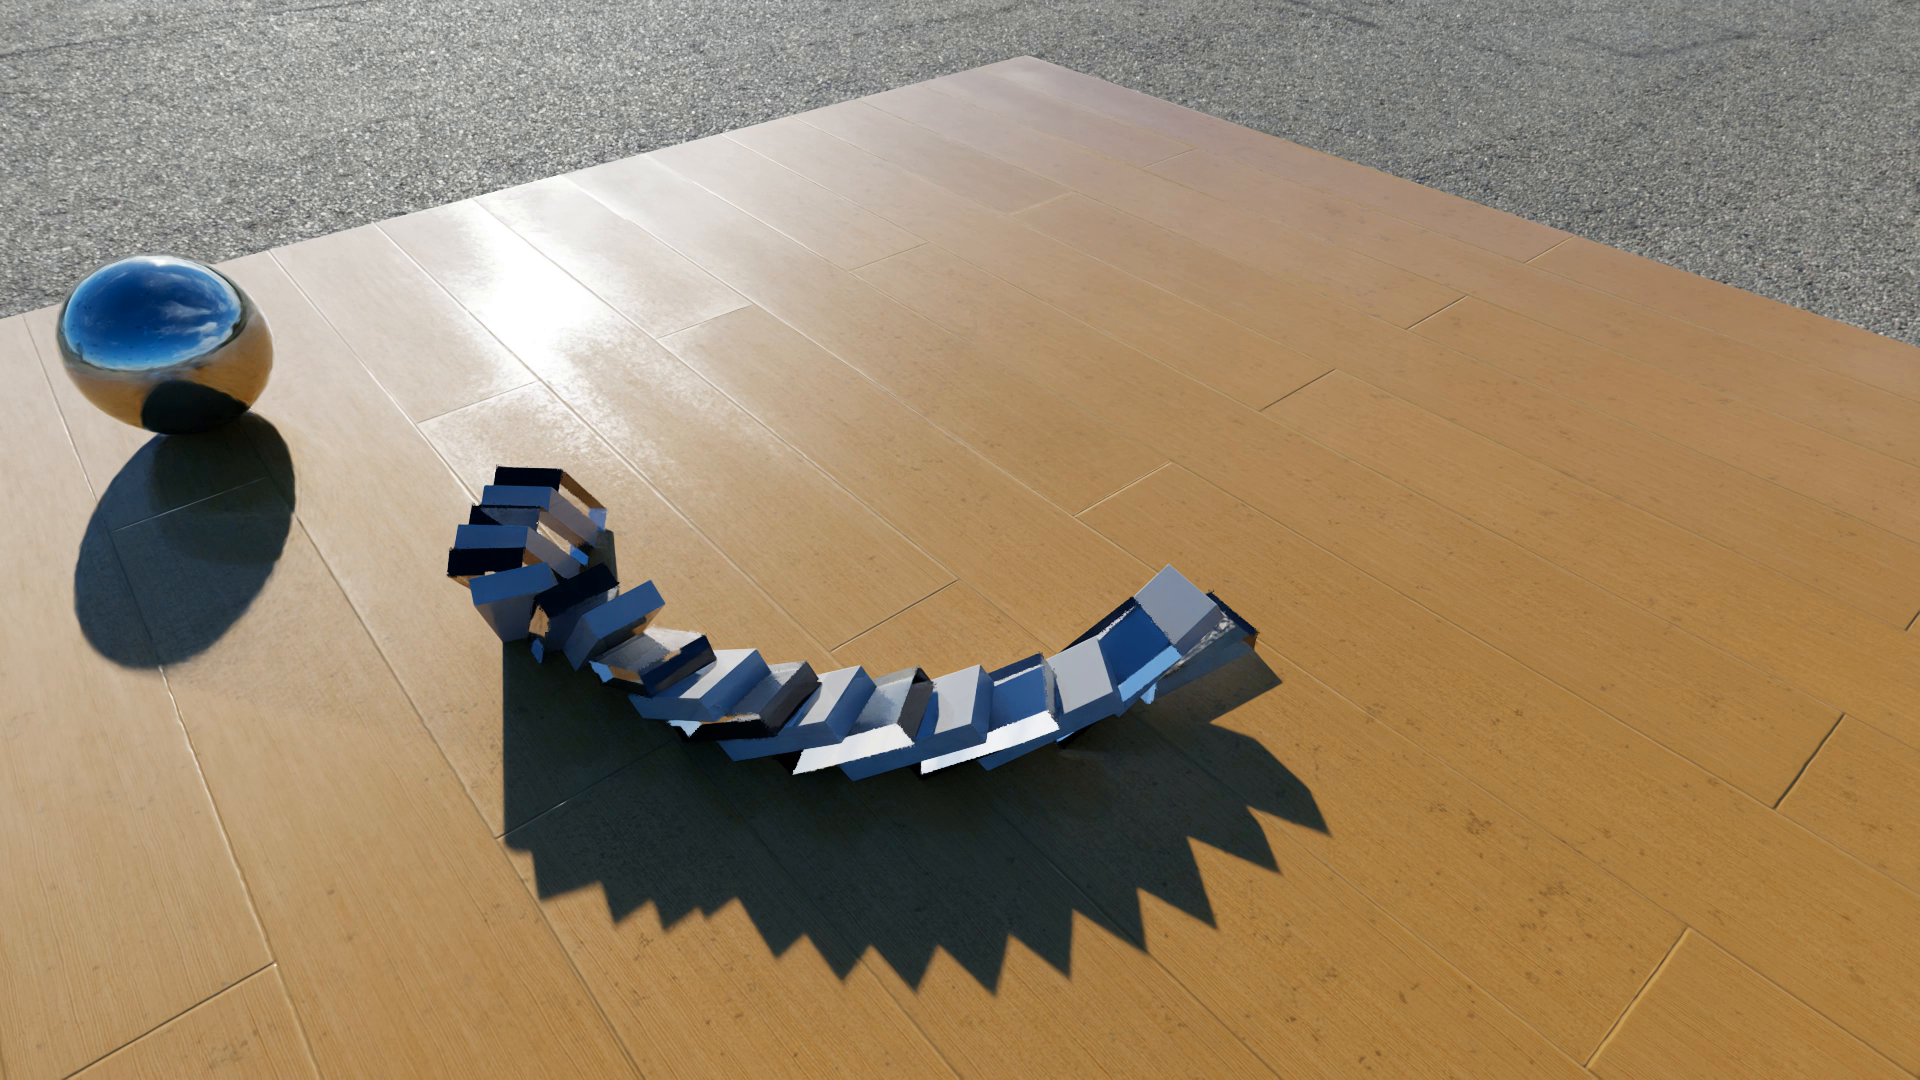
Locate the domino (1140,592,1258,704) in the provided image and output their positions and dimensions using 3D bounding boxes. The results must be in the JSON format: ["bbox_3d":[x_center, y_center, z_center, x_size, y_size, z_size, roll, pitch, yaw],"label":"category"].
[{"bbox_3d":[0.080,0.038,0.397,0.050,0.009,0.025,-22,44,-24],"label":"domino"}]

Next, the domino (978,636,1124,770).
[{"bbox_3d":[0.027,0.053,0.360,0.050,0.009,0.025,-27,38,13],"label":"domino"}]

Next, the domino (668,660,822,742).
[{"bbox_3d":[-0.070,0.053,0.358,0.050,0.010,0.025,-12,27,42],"label":"domino"}]

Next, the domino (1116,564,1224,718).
[{"bbox_3d":[0.064,0.034,0.380,0.050,0.009,0.025,-43,49,-1],"label":"domino"}]

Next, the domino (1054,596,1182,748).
[{"bbox_3d":[0.046,0.044,0.370,0.050,0.010,0.025,-38,46,3],"label":"domino"}]

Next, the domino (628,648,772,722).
[{"bbox_3d":[-0.087,0.048,0.364,0.050,0.009,0.025,-8,28,48],"label":"domino"}]

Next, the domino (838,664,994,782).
[{"bbox_3d":[-0.014,0.059,0.353,0.050,0.009,0.025,-21,33,24],"label":"domino"}]

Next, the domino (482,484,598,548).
[{"bbox_3d":[-0.161,-0.008,0.424,0.025,0.050,0.010,2,74,2],"label":"domino"}]

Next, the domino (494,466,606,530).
[{"bbox_3d":[-0.160,-0.016,0.433,0.025,0.050,0.009,2,74,2],"label":"domino"}]

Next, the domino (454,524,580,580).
[{"bbox_3d":[-0.162,0.006,0.406,0.025,0.050,0.009,2,74,2],"label":"domino"}]

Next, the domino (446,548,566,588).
[{"bbox_3d":[-0.161,0.014,0.397,0.025,0.050,0.010,-1,74,-2],"label":"domino"}]

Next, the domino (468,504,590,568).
[{"bbox_3d":[-0.162,-0.001,0.415,0.025,0.050,0.009,2,74,2],"label":"domino"}]

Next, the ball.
[{"bbox_3d":[-0.355,-0.088,0.495,0.080,0.080,0.080,0,39,0],"label":"ball"}]

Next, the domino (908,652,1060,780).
[{"bbox_3d":[0.007,0.057,0.355,0.050,0.009,0.025,-24,36,18],"label":"domino"}]

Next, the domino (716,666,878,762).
[{"bbox_3d":[-0.053,0.056,0.354,0.050,0.010,0.025,-16,27,36],"label":"domino"}]

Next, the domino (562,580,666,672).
[{"bbox_3d":[-0.120,0.030,0.379,0.025,0.050,0.009,-31,88,-32],"label":"domino"}]

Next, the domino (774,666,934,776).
[{"bbox_3d":[-0.034,0.058,0.352,0.050,0.009,0.025,-20,30,30],"label":"domino"}]

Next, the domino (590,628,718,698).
[{"bbox_3d":[-0.105,0.041,0.374,0.025,0.009,0.050,-31,16,-32],"label":"domino"}]

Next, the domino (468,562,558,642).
[{"bbox_3d":[-0.153,0.022,0.386,0.025,0.050,0.010,-14,74,-16],"label":"domino"}]

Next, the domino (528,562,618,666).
[{"bbox_3d":[-0.135,0.026,0.382,0.025,0.050,0.010,-31,82,-32],"label":"domino"}]
